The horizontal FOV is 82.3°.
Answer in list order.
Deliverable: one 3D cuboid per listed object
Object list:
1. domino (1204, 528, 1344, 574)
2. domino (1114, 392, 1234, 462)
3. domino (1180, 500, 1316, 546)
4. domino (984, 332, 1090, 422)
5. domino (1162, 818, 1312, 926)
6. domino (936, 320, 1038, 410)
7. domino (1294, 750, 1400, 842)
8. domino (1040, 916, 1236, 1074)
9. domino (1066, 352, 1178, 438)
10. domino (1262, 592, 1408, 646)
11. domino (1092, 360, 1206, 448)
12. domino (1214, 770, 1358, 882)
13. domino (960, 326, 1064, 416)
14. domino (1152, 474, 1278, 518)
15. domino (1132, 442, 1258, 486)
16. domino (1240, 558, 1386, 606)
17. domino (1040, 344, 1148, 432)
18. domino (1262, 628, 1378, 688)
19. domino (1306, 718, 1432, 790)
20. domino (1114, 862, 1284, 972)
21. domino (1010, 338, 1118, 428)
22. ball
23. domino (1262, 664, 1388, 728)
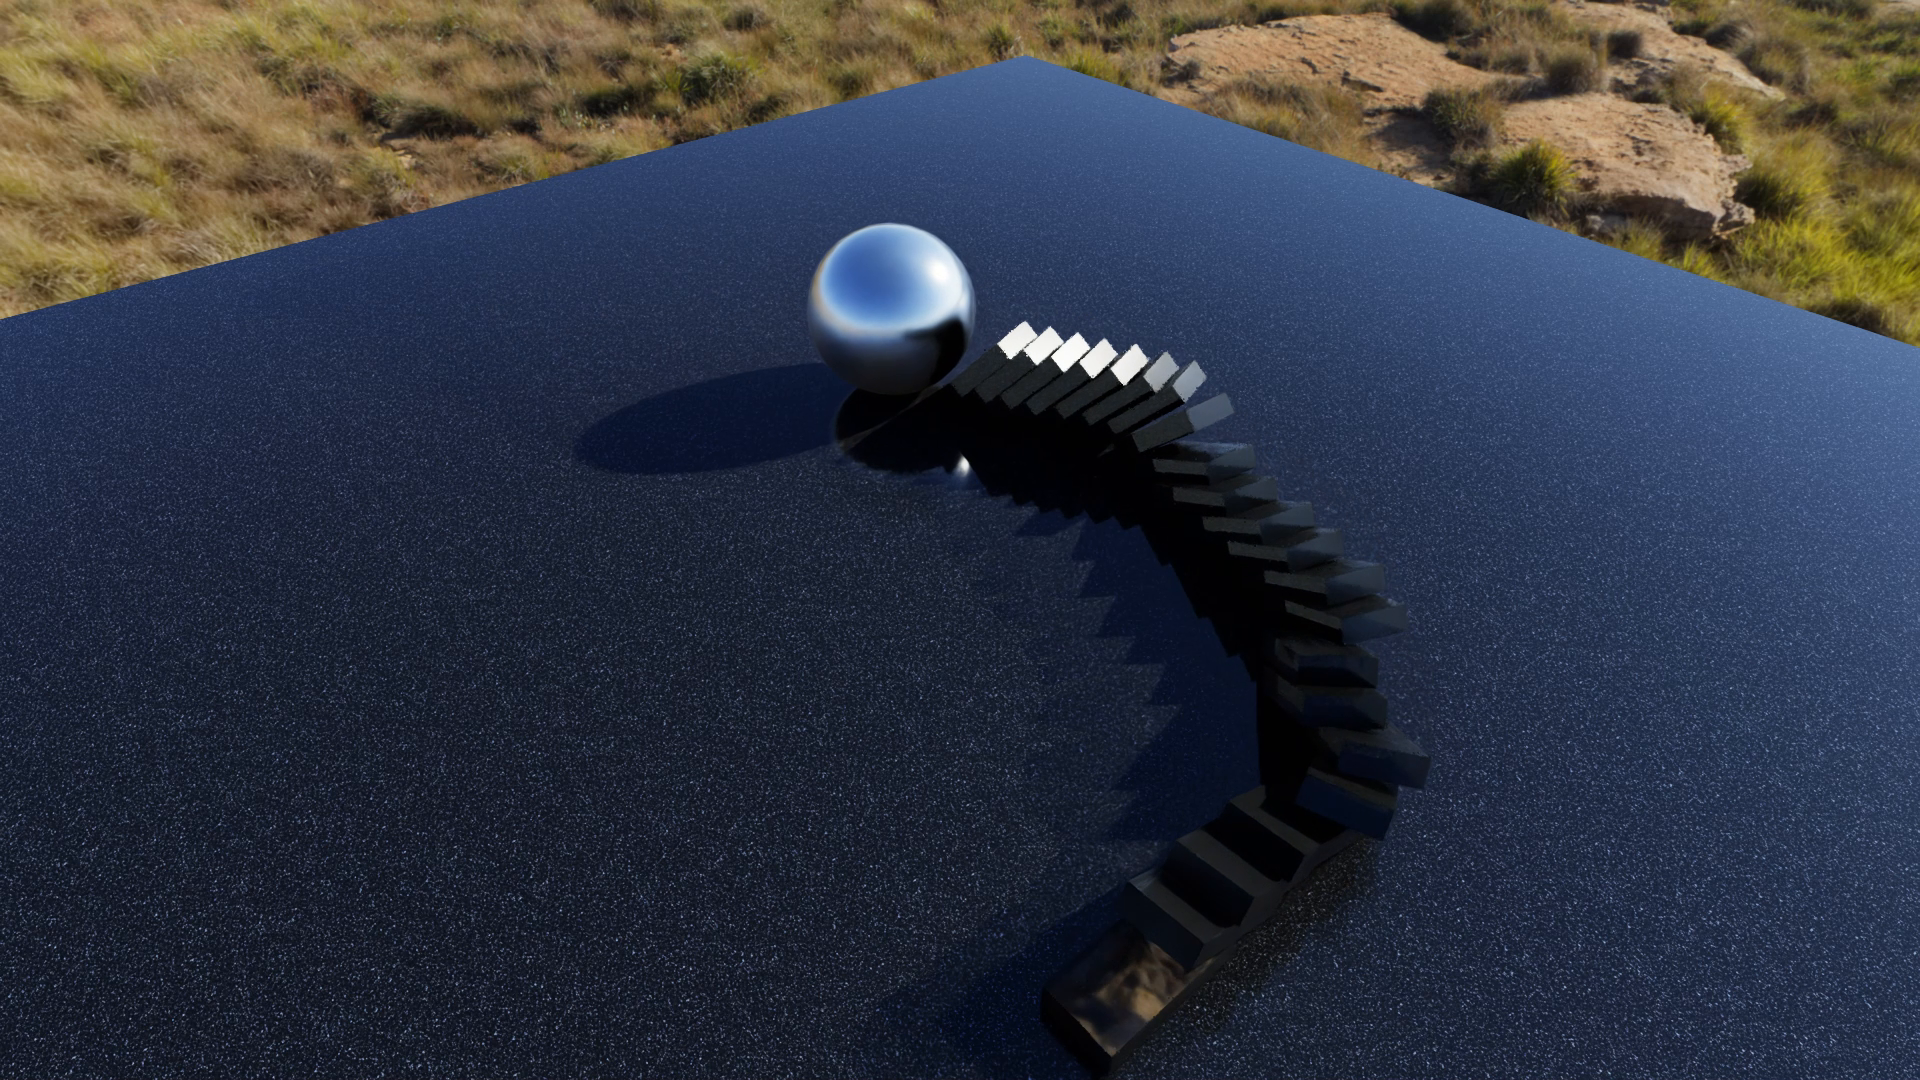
[{"bbox_3d":[0.119,0.002,0.421,0.025,0.009,0.050,-17,10,-20],"label":"domino"},{"bbox_3d":[0.092,-0.049,0.477,0.025,0.009,0.050,-26,3,-30],"label":"domino"},{"bbox_3d":[0.112,-0.008,0.432,0.025,0.010,0.050,-17,10,-21],"label":"domino"},{"bbox_3d":[0.035,-0.075,0.507,0.009,0.050,0.025,50,49,-7],"label":"domino"},{"bbox_3d":[0.081,0.091,0.313,0.025,0.010,0.050,33,21,32],"label":"domino"},{"bbox_3d":[0.012,-0.082,0.516,0.010,0.050,0.025,50,48,-7],"label":"domino"},{"bbox_3d":[0.117,0.075,0.331,0.025,0.009,0.050,21,9,22],"label":"domino"},{"bbox_3d":[0.049,0.118,0.300,0.050,0.009,0.025,-29,47,-30],"label":"domino"},{"bbox_3d":[0.073,-0.065,0.497,0.009,0.050,0.025,52,48,-9],"label":"domino"},{"bbox_3d":[0.133,0.025,0.394,0.025,0.010,0.050,-11,11,-13],"label":"domino"},{"bbox_3d":[0.084,-0.060,0.491,0.009,0.050,0.025,52,48,-9],"label":"domino"},{"bbox_3d":[0.098,0.083,0.324,0.025,0.010,0.050,33,21,34],"label":"domino"},{"bbox_3d":[0.024,-0.078,0.512,0.009,0.050,0.025,50,48,-7],"label":"domino"},{"bbox_3d":[0.103,-0.020,0.449,0.025,0.009,0.050,-17,13,-20],"label":"domino"},{"bbox_3d":[0.099,-0.033,0.466,0.025,0.010,0.050,-20,15,-23],"label":"domino"},{"bbox_3d":[0.129,0.014,0.406,0.025,0.010,0.050,-12,9,-18],"label":"domino"},{"bbox_3d":[0.060,-0.069,0.501,0.010,0.050,0.025,51,50,-8],"label":"domino"},{"bbox_3d":[0.121,0.039,0.375,0.025,0.009,0.050,2,6,2],"label":"domino"},{"bbox_3d":[0.126,0.063,0.343,0.025,0.009,0.050,11,5,6],"label":"domino"},{"bbox_3d":[0.067,0.099,0.305,0.025,0.010,0.050,34,22,34],"label":"domino"},{"bbox_3d":[0.047,-0.071,0.504,0.009,0.050,0.025,50,48,-7],"label":"domino"},{"bbox_3d":[-0.032,-0.109,0.520,0.080,0.080,0.080,0,39,0],"label":"ball"},{"bbox_3d":[0.118,0.051,0.360,0.025,0.009,0.050,2,4,2],"label":"domino"}]
